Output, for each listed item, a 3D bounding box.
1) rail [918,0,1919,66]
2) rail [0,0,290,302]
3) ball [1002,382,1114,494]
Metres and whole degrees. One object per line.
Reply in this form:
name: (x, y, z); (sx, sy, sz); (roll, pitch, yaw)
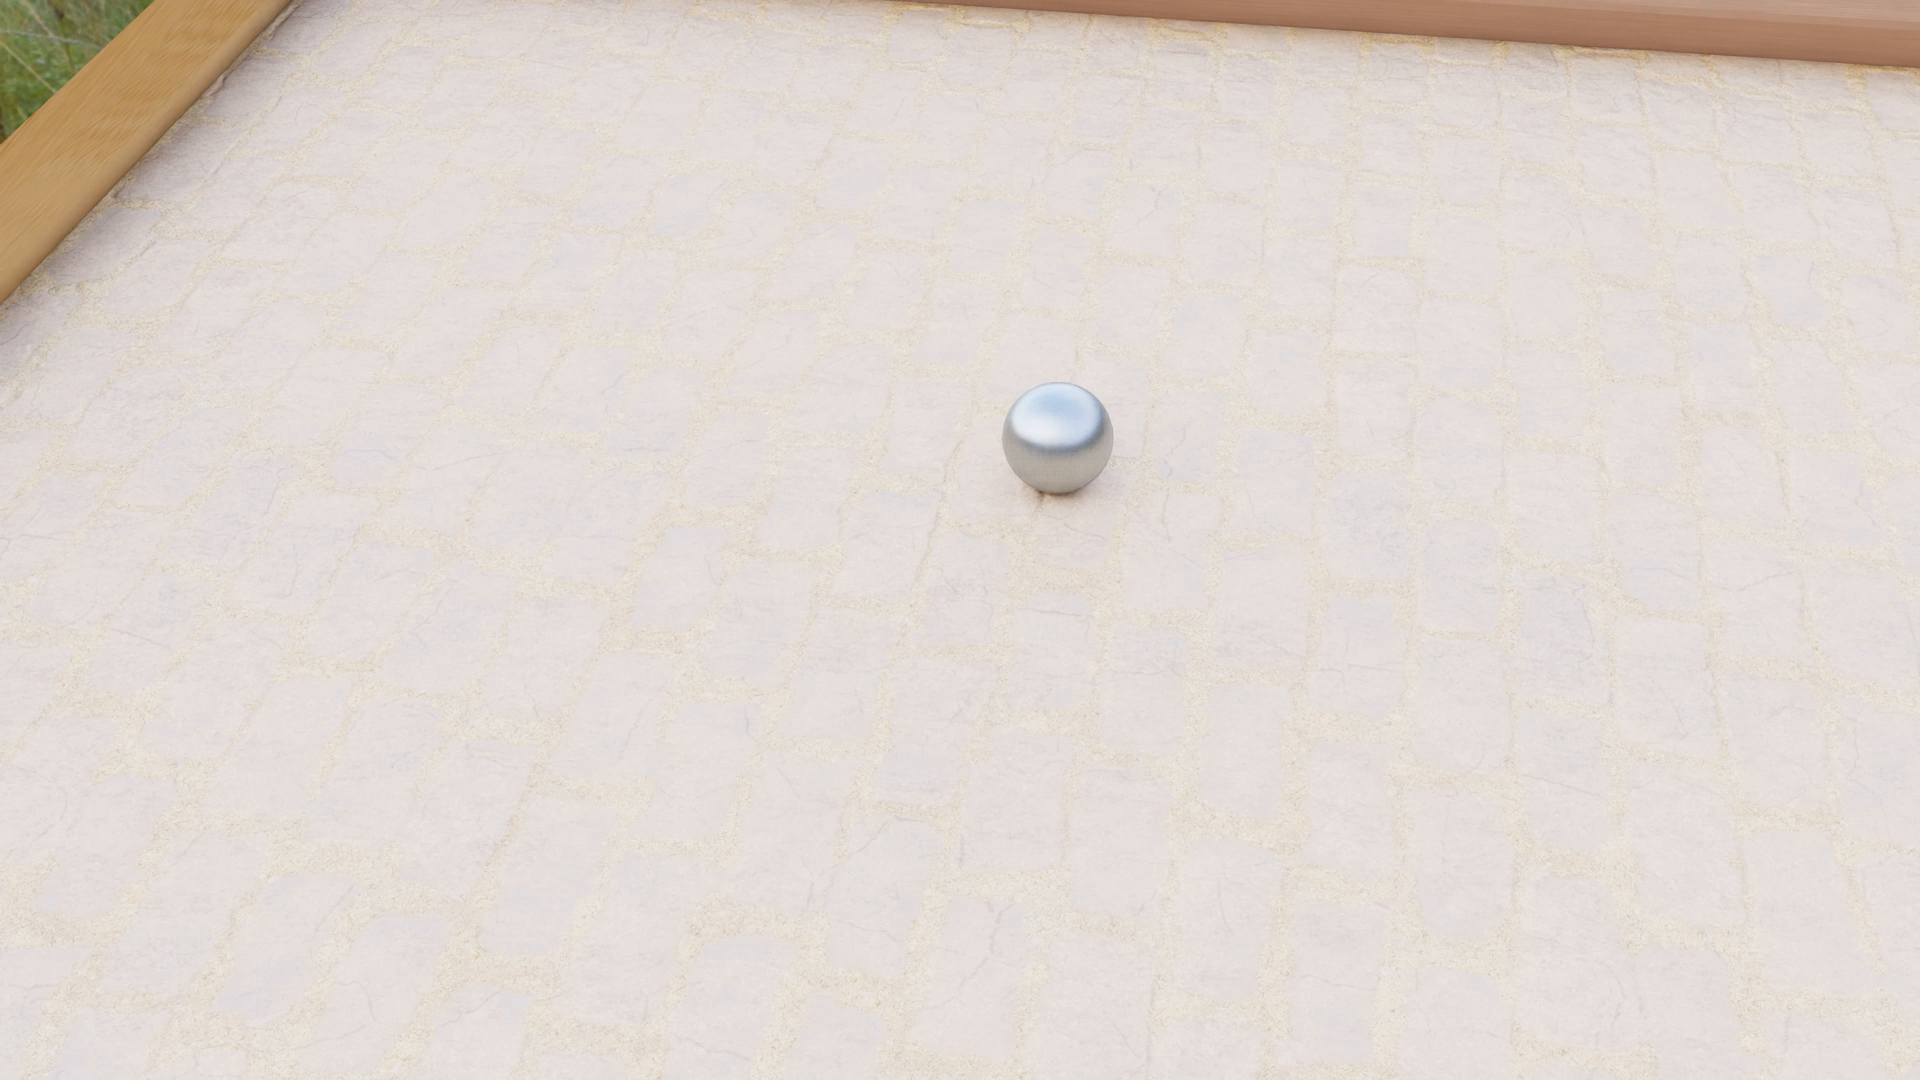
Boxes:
rail: (1.052, -0.520, 2.581); (3.581, 0.124, 0.045); (5, 35, 8)
rail: (-0.860, -0.102, 1.976); (0.045, 0.124, 2.121); (5, 35, 8)
ball: (0.075, -0.079, 1.978); (0.086, 0.086, 0.086); (0, 35, 0)
